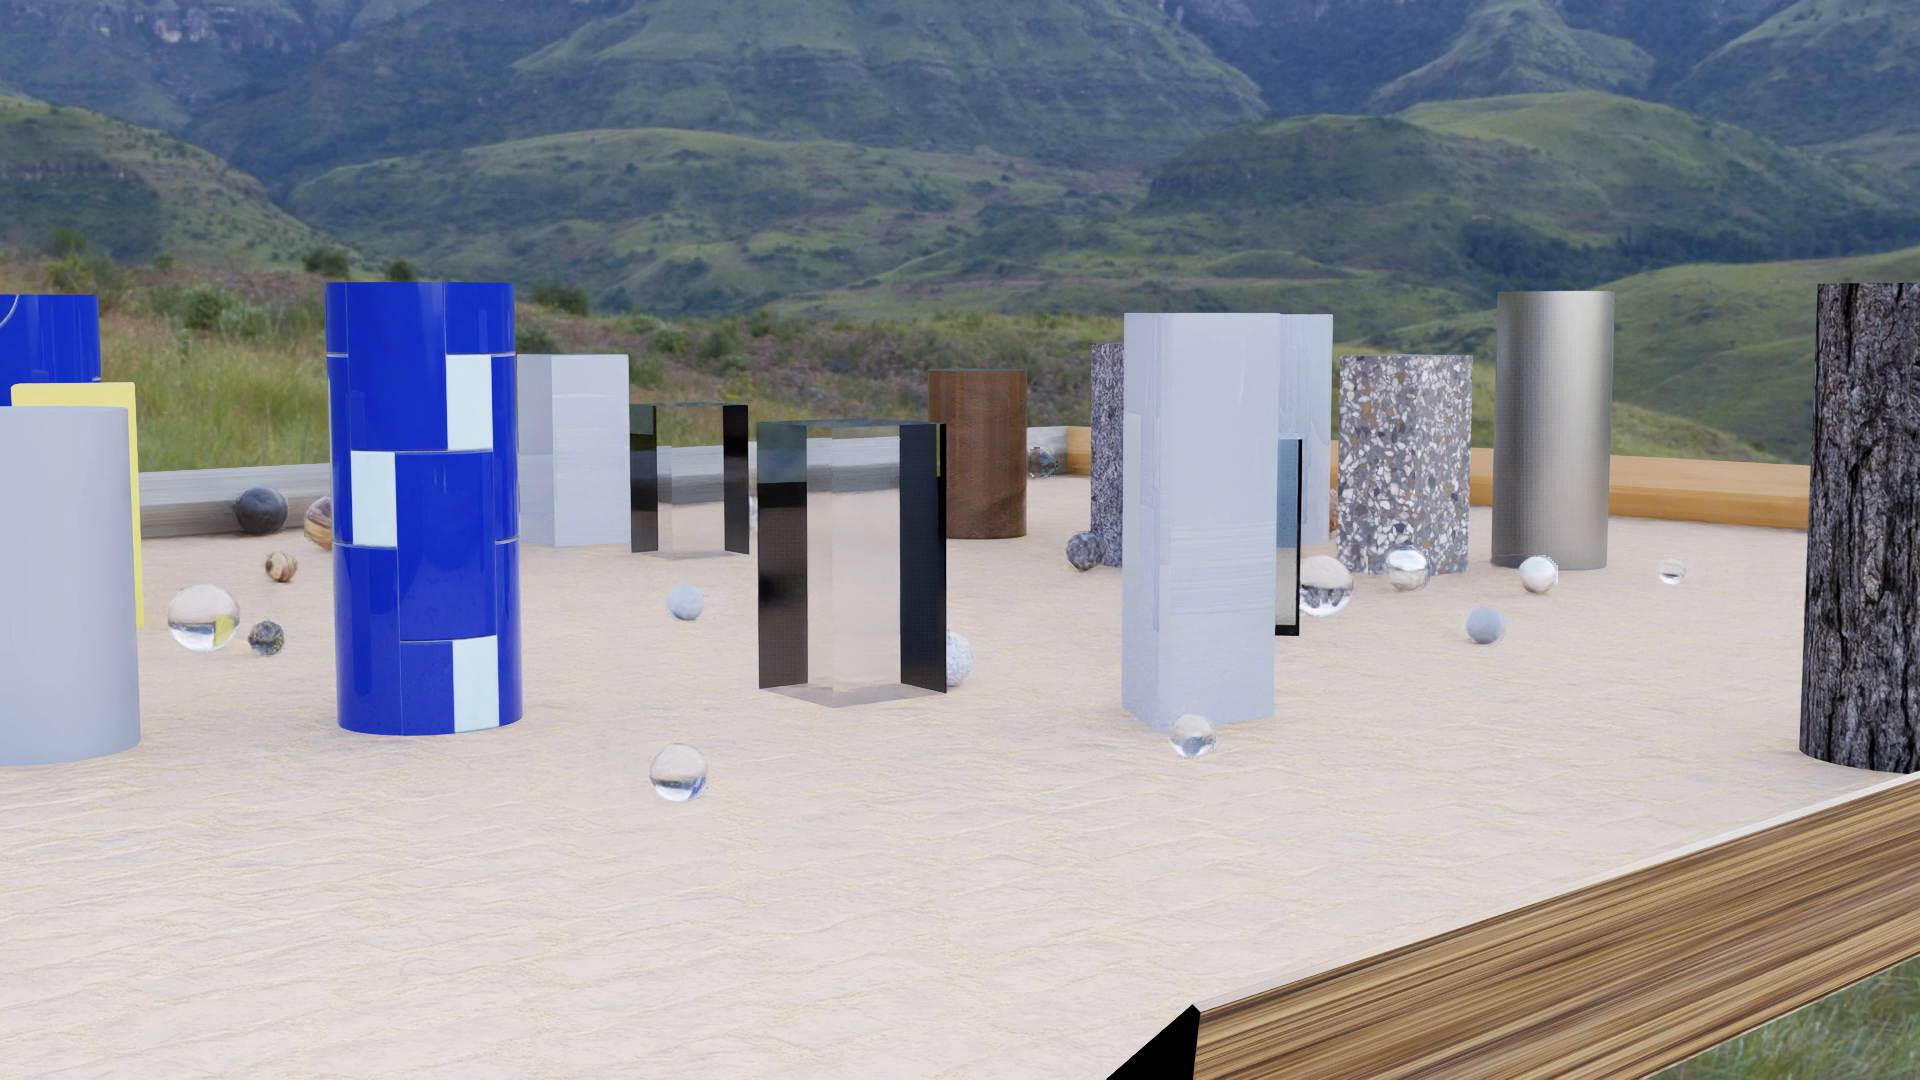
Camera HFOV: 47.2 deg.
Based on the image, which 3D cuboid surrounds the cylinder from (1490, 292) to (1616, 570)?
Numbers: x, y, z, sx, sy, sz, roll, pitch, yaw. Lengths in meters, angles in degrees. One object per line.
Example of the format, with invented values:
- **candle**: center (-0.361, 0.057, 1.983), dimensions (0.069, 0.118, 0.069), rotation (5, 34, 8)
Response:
- **cylinder**: center (1.037, -0.195, 3.850), dimensions (0.198, 0.477, 0.198), rotation (0, 6, 0)

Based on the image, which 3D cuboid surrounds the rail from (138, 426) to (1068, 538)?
- **rail**: center (-1.199, -0.101, 4.625), dimensions (4.109, 0.129, 0.045), rotation (-5, 8, -42)

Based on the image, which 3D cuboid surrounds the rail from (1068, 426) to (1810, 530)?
- **rail**: center (1.492, -0.109, 4.701), dimensions (0.045, 0.129, 3.585), rotation (-5, 8, -42)

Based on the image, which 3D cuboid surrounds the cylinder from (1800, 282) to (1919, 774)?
- **cylinder**: center (0.950, -0.018, 2.188), dimensions (0.198, 0.471, 0.198), rotation (0, 6, 0)

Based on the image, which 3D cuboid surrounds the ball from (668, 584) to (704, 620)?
- **ball**: center (-0.394, 0.091, 3.165), dimensions (0.052, 0.052, 0.052), rotation (0, 6, 0)

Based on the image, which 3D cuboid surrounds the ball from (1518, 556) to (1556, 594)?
- **ball**: center (0.911, 0.055, 3.471), dimensions (0.059, 0.059, 0.059), rotation (0, 6, 0)

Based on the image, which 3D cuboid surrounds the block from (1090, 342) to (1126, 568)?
- **block**: center (0.339, -0.149, 3.849), dimensions (0.159, 0.387, 0.159), rotation (-3, 7, -30)

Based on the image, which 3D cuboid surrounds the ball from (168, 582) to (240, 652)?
- **ball**: center (-0.988, 0.101, 2.876), dimensions (0.091, 0.091, 0.091), rotation (0, 6, 0)

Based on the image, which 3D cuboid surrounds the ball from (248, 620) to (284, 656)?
- **ball**: center (-0.897, 0.127, 2.845), dimensions (0.045, 0.045, 0.045), rotation (0, 6, 0)

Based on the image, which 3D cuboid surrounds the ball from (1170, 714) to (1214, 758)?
- **ball**: center (0.231, 0.196, 2.197), dimensions (0.044, 0.044, 0.044), rotation (0, 6, 0)

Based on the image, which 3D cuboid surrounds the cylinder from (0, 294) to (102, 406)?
- **cylinder**: center (-1.465, -0.153, 3.490), dimensions (0.198, 0.469, 0.198), rotation (0, 6, 0)

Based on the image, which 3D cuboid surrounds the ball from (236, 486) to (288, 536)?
- **ball**: center (-1.384, -0.058, 4.362), dimensions (0.098, 0.098, 0.098), rotation (0, 6, 0)

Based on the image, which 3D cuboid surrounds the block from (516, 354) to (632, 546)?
- **block**: center (-0.746, -0.178, 4.248), dimensions (0.159, 0.361, 0.159), rotation (-4, 7, -35)

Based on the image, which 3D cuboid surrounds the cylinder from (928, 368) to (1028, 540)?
- **cylinder**: center (0.034, -0.174, 4.373), dimensions (0.198, 0.328, 0.198), rotation (0, 6, 0)

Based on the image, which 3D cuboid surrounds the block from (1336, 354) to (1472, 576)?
- **block**: center (0.759, -0.131, 3.759), dimensions (0.159, 0.369, 0.159), rotation (-6, 8, -43)

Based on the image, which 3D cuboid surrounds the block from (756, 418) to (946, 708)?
- **block**: center (-0.127, 0.021, 2.565), dimensions (0.159, 0.315, 0.159), rotation (-4, 7, -37)

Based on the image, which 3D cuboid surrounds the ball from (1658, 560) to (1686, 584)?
- **ball**: center (1.161, 0.052, 3.584), dimensions (0.041, 0.041, 0.041), rotation (0, 6, 0)

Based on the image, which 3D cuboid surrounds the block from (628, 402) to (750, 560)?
- **block**: center (-0.496, -0.111, 4.027), dimensions (0.159, 0.274, 0.159), rotation (-4, 7, -36)

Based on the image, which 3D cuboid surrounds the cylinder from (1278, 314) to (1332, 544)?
- **cylinder**: center (0.619, -0.218, 4.264), dimensions (0.198, 0.437, 0.198), rotation (0, 6, 0)

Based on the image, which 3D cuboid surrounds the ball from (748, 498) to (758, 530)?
- **ball**: center (-0.443, -0.051, 4.353), dimensions (0.086, 0.086, 0.086), rotation (0, 6, 0)

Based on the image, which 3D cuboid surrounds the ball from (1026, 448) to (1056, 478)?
- **ball**: center (0.214, -0.203, 5.848), dimensions (0.079, 0.079, 0.079), rotation (0, 6, 0)

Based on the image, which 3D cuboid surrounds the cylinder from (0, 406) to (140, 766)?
- **cylinder**: center (-0.944, 0.040, 2.235), dimensions (0.198, 0.345, 0.198), rotation (0, 6, 0)

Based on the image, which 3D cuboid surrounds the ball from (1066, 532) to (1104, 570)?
- **ball**: center (0.216, 0.019, 3.787), dimensions (0.066, 0.066, 0.066), rotation (0, 6, 0)

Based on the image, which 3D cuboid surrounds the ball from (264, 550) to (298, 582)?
- **ball**: center (-1.117, 0.043, 3.621), dimensions (0.053, 0.053, 0.053), rotation (0, 6, 0)

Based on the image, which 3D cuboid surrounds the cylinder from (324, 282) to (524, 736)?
- **cylinder**: center (-0.580, -0.040, 2.385), dimensions (0.198, 0.474, 0.198), rotation (0, 6, 0)

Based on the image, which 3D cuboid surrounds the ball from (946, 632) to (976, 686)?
- **ball**: center (-0.014, 0.141, 2.615), dimensions (0.065, 0.065, 0.065), rotation (0, 6, 0)

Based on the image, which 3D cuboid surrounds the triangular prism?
- **triangular prism**: center (0.233, -0.027, 2.412), dimensions (0.172, 0.442, 0.149), rotation (-5, 8, -40)

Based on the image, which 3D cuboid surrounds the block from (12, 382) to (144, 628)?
- **block**: center (-1.253, -0.051, 3.129), dimensions (0.159, 0.340, 0.159), rotation (-2, 6, -21)

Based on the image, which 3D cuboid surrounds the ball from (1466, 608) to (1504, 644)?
- **ball**: center (0.703, 0.115, 2.946), dimensions (0.050, 0.050, 0.050), rotation (0, 6, 0)

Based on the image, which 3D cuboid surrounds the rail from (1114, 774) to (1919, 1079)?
- **rail**: center (1.199, 0.168, 2.039), dimensions (4.109, 0.129, 0.045), rotation (-5, 8, -42)

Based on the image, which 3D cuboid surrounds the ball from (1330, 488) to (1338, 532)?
- **ball**: center (0.727, -0.059, 4.402), dimensions (0.093, 0.093, 0.093), rotation (0, 6, 0)

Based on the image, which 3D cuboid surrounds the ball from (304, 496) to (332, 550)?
- **ball**: center (-1.177, -0.033, 4.118), dimensions (0.099, 0.099, 0.099), rotation (0, 6, 0)

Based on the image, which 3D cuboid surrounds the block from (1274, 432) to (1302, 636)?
- **block**: center (0.395, -0.012, 3.093), dimensions (0.159, 0.270, 0.159), rotation (1, 6, 6)

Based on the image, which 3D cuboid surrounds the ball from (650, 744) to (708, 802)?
- **ball**: center (-0.255, 0.211, 1.999), dimensions (0.053, 0.053, 0.053), rotation (0, 6, 0)

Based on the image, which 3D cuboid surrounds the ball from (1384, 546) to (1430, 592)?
- **ball**: center (0.709, 0.046, 3.496), dimensions (0.071, 0.071, 0.071), rotation (0, 6, 0)

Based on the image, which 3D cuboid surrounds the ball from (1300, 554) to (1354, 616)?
- **ball**: center (0.528, 0.067, 3.207), dimensions (0.091, 0.091, 0.091), rotation (0, 6, 0)
